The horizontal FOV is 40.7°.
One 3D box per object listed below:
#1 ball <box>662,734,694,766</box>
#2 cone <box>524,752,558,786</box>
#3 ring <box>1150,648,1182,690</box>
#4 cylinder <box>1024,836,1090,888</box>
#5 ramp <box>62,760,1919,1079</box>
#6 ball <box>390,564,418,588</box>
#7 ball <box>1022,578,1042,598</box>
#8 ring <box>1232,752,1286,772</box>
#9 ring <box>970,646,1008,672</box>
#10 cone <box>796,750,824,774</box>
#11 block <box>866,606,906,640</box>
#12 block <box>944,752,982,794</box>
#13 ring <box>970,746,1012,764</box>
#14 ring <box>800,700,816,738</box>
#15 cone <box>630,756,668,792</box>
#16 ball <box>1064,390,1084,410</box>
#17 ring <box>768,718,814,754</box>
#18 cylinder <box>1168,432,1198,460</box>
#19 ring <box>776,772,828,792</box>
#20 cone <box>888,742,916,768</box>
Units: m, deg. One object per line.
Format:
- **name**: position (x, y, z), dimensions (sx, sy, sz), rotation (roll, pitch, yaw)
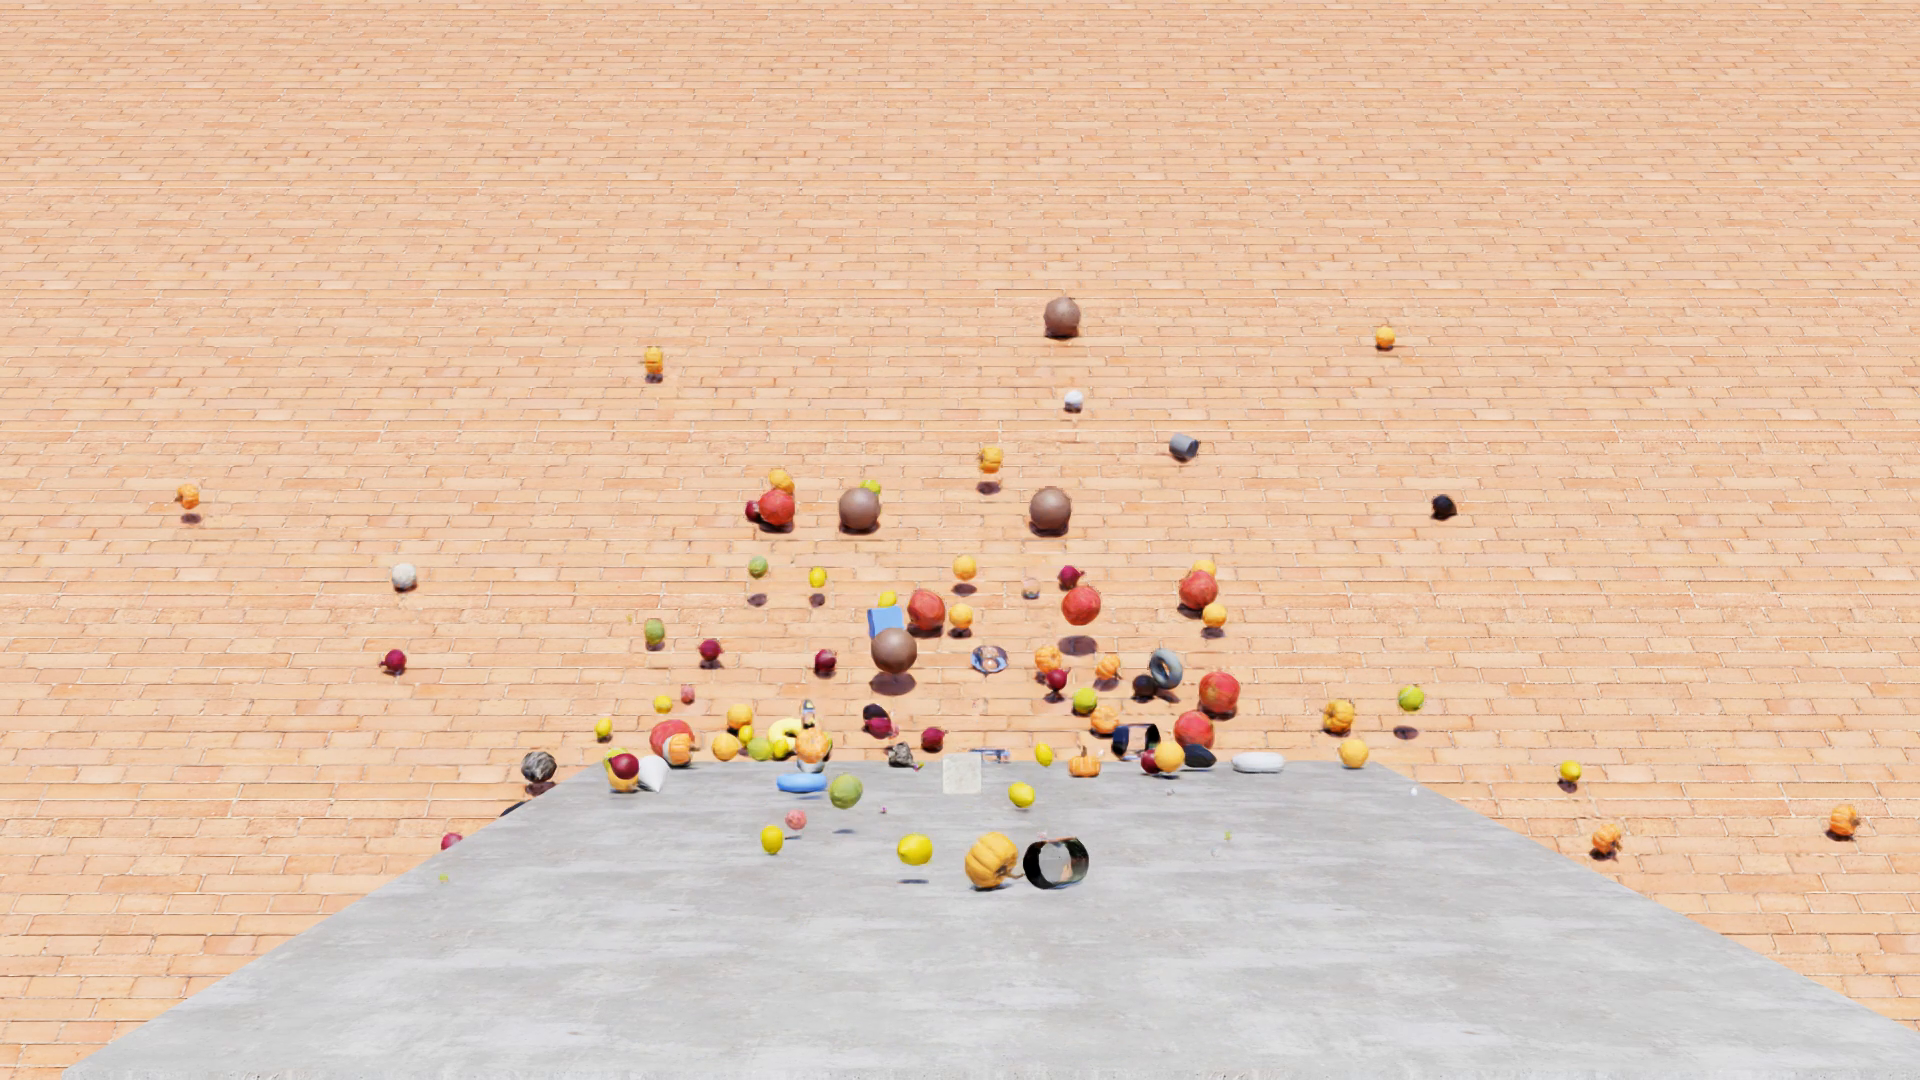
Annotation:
- **ball**: position (-0.709, 0.529, 6.516), dimensions (0.081, 0.081, 0.081), rotation (0, 31, 0)
- **cone**: position (-1.080, 0.599, 6.653), dimensions (0.090, 0.090, 0.090), rotation (-3, 8, -5)
- **ring**: position (0.561, 0.351, 7.048), dimensions (0.038, 0.115, 0.115), rotation (-17, 35, -35)
- **cylinder**: position (0.155, 0.519, 4.163), dimensions (0.077, 0.077, 0.077), rotation (23, 13, 34)
- **ramp**: position (0.069, 0.610, 4.680), dimensions (2.000, 0.100, 4.000), rotation (0, 0, 0)
- **ball**: position (-1.622, 0.105, 7.553), dimensions (0.076, 0.076, 0.076), rotation (0, 31, 0)
- **ball**: position (0.208, 0.138, 7.517), dimensions (0.056, 0.056, 0.056), rotation (0, 31, 0)
- **ring**: position (0.732, 0.547, 6.356), dimensions (0.131, 0.044, 0.131), rotation (0, 1, 0)
- **ring**: position (0.082, 0.330, 7.216), dimensions (0.108, 0.036, 0.108), rotation (1, 31, -1)
- **cone**: position (-0.363, 0.551, 6.203), dimensions (0.067, 0.067, 0.067), rotation (3, 24, 5)
- **block**: position (-0.209, 0.234, 7.299), dimensions (0.084, 0.084, 0.084), rotation (-8, 2, -13)
- **block**: position (0.006, 0.524, 5.821), dimensions (0.084, 0.084, 0.084), rotation (0, 0, 1)
- **ring**: position (0.076, 0.551, 6.631), dimensions (0.111, 0.037, 0.111), rotation (1, 1, 0)
- **ring**: position (-0.399, 0.469, 6.800), dimensions (0.033, 0.099, 0.099), rotation (-2, 31, -9)
- **cone**: position (-0.689, 0.546, 5.828), dimensions (0.089, 0.089, 0.089), rotation (-10, 30, -17)
- **ball**: position (0.375, -0.458, 8.507), dimensions (0.067, 0.067, 0.067), rotation (0, 31, 0)
- **ring**: position (-0.450, 0.520, 6.884), dimensions (0.127, 0.042, 0.127), rotation (5, 32, -3)
- **cylinder**: position (0.710, -0.297, 8.224), dimensions (0.069, 0.069, 0.069), rotation (27, 40, 33)
- **ring**: position (-0.356, 0.547, 5.843), dimensions (0.116, 0.039, 0.116), rotation (1, -2, 0)
- **cone**: position (-0.132, 0.553, 6.488), dimensions (0.069, 0.069, 0.069), rotation (-23, 41, -33)
